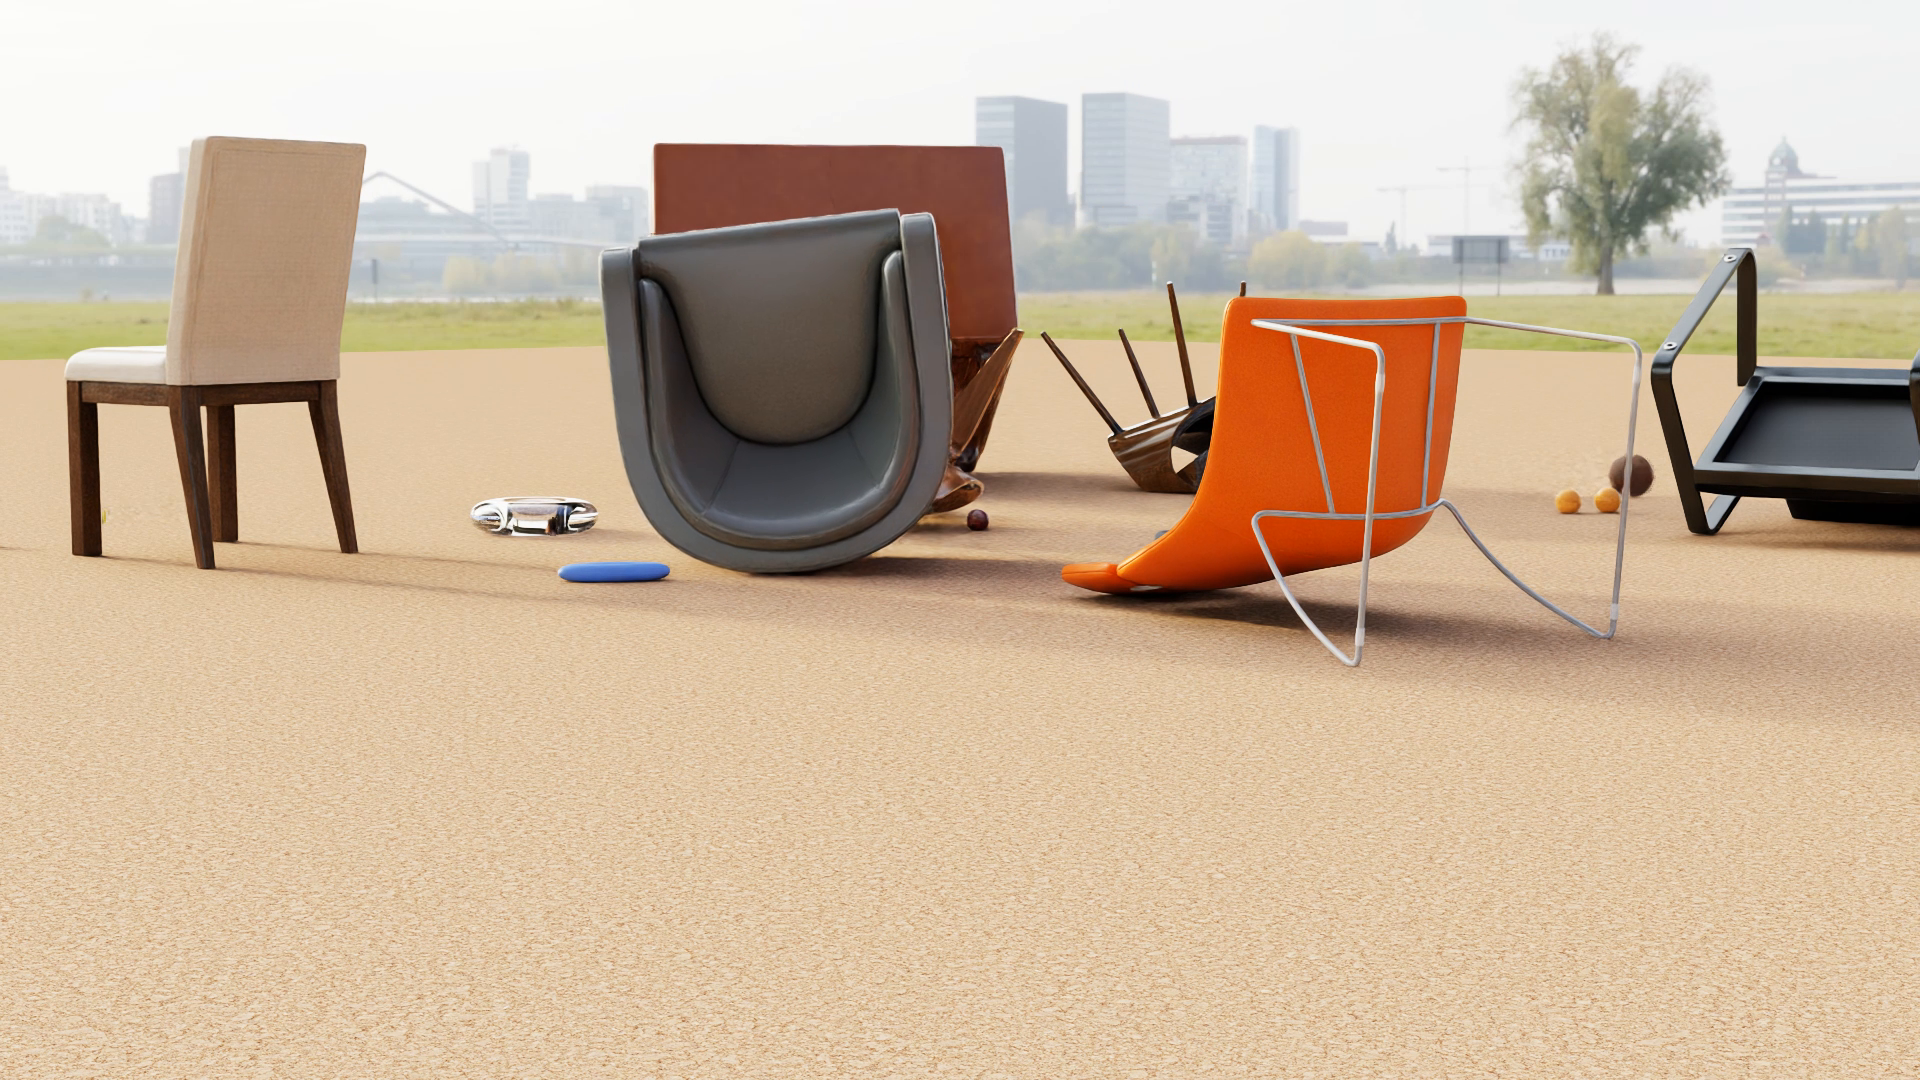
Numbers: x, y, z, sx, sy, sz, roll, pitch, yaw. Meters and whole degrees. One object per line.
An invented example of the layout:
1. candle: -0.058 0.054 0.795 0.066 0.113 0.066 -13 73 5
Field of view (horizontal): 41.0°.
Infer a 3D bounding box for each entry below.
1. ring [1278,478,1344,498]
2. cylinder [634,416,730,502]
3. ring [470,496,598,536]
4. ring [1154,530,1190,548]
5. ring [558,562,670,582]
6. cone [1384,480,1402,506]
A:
1. ring: 1.049 -0.155 7.664 0.200 0.053 0.171 1 5 2
2. cylinder: -0.816 -0.239 7.533 0.247 0.258 0.206 -2 -24 -16
3. ring: -1.097 -0.062 6.609 0.328 0.084 0.324 -3 6 -33
4. ring: 0.518 -0.003 6.266 0.083 0.037 0.107 -3 6 -12
5. ring: -0.749 0.069 5.557 0.242 0.039 0.086 -1 5 -6
6. cone: 1.243 -0.138 7.358 0.037 0.080 0.063 -3 7 -25
